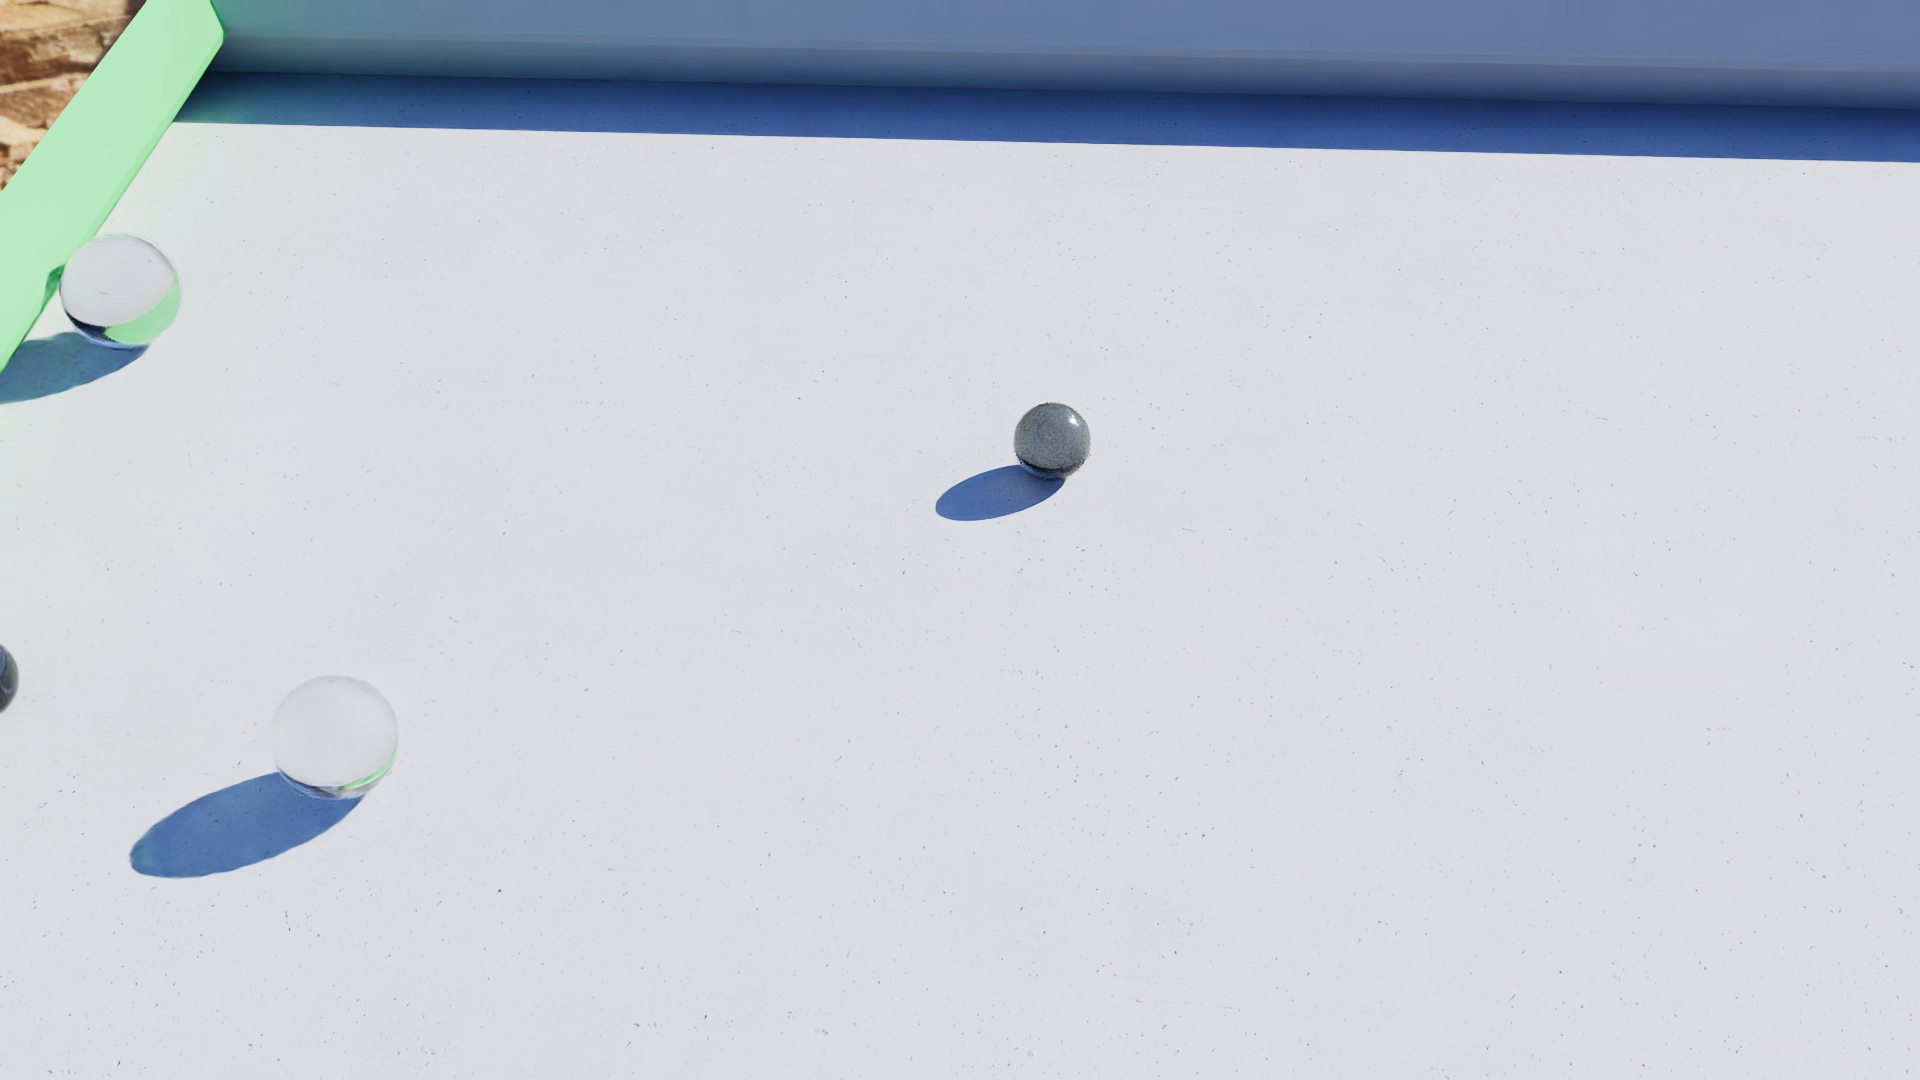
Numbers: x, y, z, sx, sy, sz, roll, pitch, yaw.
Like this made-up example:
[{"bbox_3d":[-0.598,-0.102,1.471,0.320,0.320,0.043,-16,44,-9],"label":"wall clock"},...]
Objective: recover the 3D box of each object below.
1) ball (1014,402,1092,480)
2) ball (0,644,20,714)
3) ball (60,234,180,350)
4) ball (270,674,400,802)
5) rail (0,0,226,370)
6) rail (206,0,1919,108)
[{"bbox_3d":[0.069,-0.074,1.920,0.058,0.058,0.058,0,35,0],"label":"ball"},{"bbox_3d":[-0.649,0.092,1.687,0.058,0.058,0.058,0,35,0],"label":"ball"},{"bbox_3d":[-0.677,-0.200,2.068,0.093,0.093,0.093,0,35,0],"label":"ball"},{"bbox_3d":[-0.395,0.125,1.621,0.080,0.080,0.080,0,35,0],"label":"ball"},{"bbox_3d":[-0.759,-0.046,1.825,0.045,0.121,1.611,2,35,2],"label":"rail"},{"bbox_3d":[0.823,-0.452,2.398,3.136,0.121,0.045,2,35,2],"label":"rail"}]
